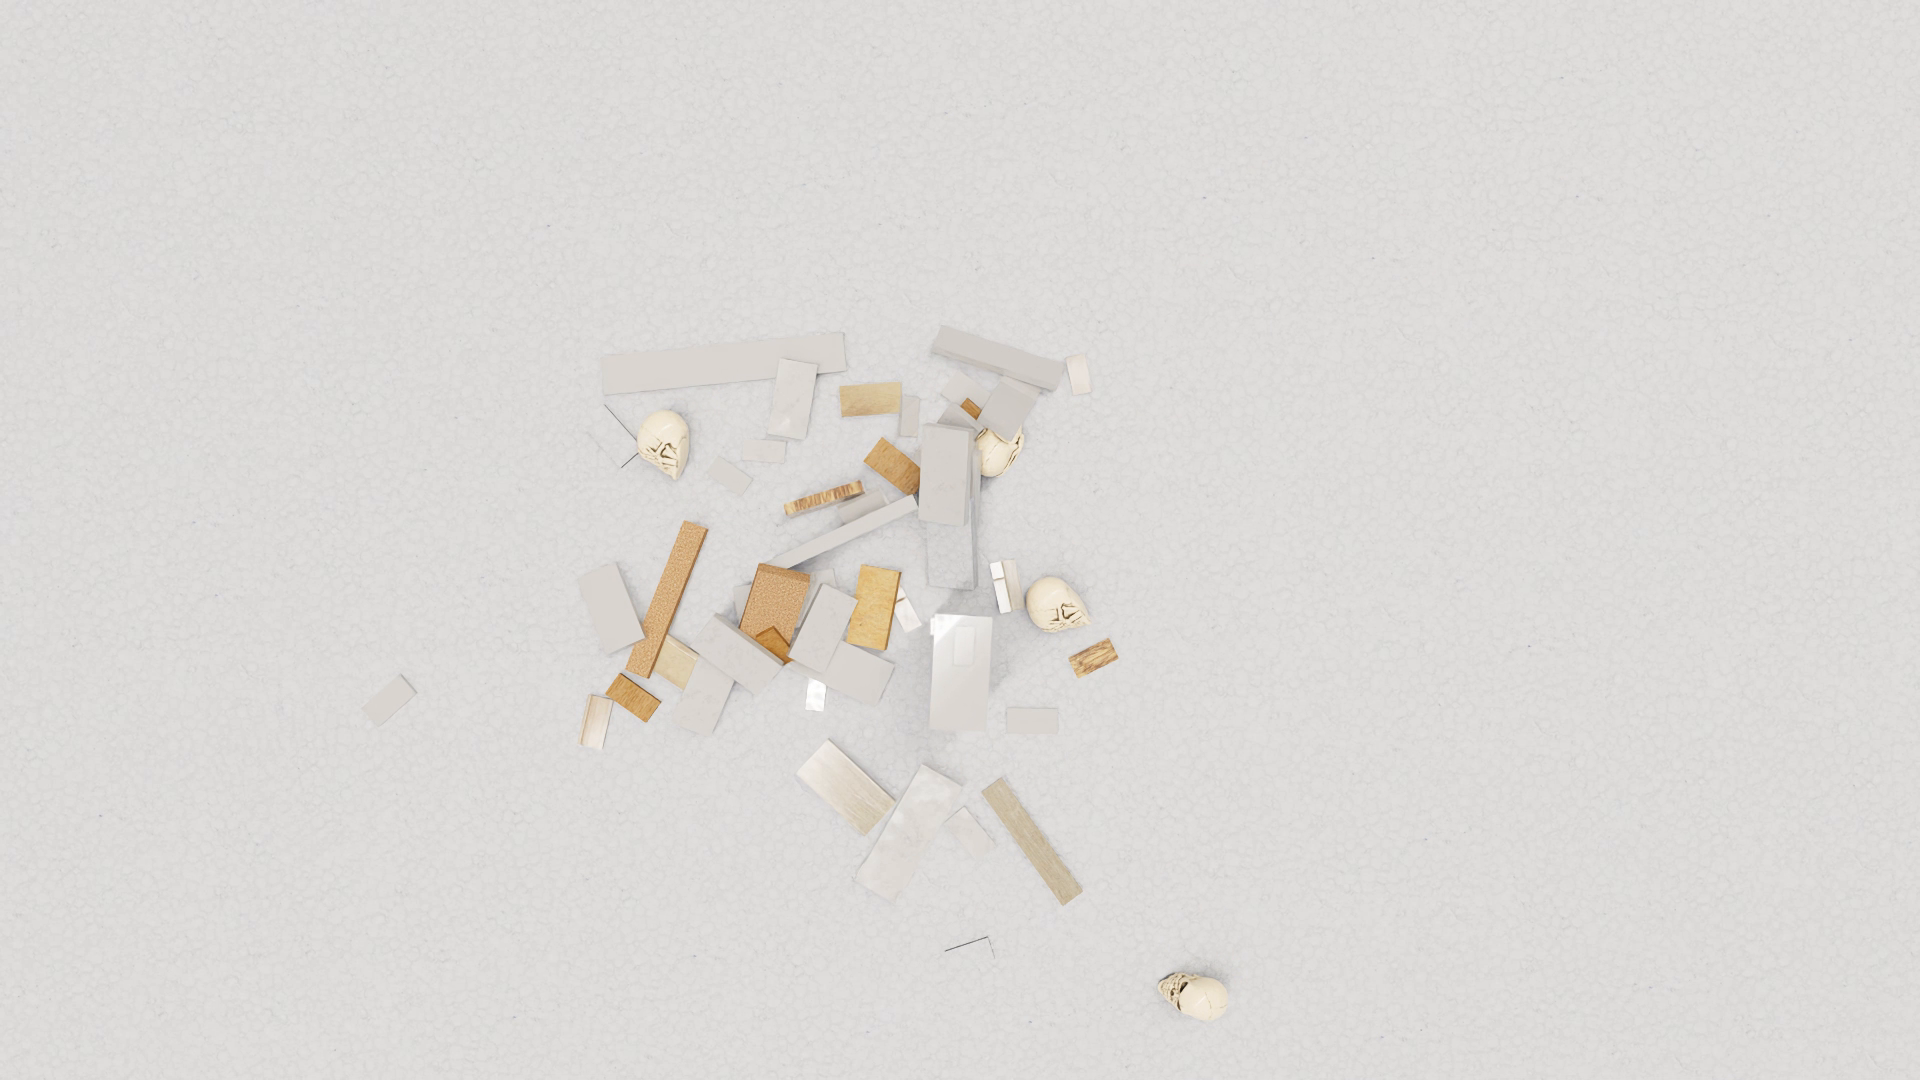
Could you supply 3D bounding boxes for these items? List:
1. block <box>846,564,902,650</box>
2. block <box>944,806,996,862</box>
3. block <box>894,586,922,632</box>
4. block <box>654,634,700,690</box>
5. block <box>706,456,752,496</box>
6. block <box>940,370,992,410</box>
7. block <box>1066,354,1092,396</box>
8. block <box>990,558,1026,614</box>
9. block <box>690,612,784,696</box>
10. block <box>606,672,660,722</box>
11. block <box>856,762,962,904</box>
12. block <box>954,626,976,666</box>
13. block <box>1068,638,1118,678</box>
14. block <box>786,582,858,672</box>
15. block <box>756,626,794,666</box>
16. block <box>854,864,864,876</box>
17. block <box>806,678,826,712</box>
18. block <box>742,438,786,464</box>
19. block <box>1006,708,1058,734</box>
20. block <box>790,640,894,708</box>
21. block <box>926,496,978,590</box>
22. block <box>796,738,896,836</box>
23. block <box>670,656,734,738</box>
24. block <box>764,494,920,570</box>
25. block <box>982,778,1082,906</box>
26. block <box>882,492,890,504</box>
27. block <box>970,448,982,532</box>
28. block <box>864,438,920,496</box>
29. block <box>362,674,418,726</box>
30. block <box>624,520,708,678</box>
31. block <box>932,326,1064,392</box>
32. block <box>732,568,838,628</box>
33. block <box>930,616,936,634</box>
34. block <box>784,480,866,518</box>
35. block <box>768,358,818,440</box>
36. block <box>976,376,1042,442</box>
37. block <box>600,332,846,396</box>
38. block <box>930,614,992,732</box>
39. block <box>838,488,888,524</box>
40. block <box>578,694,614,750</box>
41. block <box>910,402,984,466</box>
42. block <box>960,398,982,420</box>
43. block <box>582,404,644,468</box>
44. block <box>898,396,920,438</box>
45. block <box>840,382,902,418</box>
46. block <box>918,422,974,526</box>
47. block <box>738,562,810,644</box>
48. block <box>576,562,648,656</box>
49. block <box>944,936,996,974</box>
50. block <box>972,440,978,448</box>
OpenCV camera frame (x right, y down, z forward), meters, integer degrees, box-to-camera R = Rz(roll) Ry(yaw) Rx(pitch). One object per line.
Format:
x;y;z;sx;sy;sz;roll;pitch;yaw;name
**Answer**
-0.285;0.223;5.468;0.132;0.037;0.264;11;90;12;block
0.035;0.977;5.488;0.084;0.024;0.168;-40;90;0;block
-0.192;0.224;5.492;0.059;0.017;0.163;-28;90;0;block
-0.917;0.423;5.482;0.252;0.036;0.126;34;90;0;block
-0.767;-0.213;5.490;0.140;0.020;0.070;35;90;0;block
0.043;-0.468;5.486;0.196;0.028;0.098;37;90;0;block
0.396;-0.550;5.491;0.065;0.018;0.131;-12;90;0;block
0.158;0.152;5.488;0.084;0.024;0.168;-12;90;0;block
-0.728;0.373;5.384;0.276;0.039;0.138;38;108;-9;block
-1.087;0.525;5.488;0.167;0.024;0.084;36;90;0;block
-0.169;0.969;5.454;0.154;0.044;0.443;30;90;0;block
0.013;0.326;5.088;0.059;0.017;0.118;4;90;0;block
0.444;0.393;5.489;0.152;0.022;0.076;-26;90;0;block
-0.452;0.289;5.413;0.132;0.037;0.264;27;84;-18;block
-0.601;0.349;5.407;0.070;0.020;0.140;-28;120;14;block
-0.200;1.016;5.488;0.342;0.024;0.084;-45;90;0;block
-0.478;0.508;5.492;0.059;0.017;0.118;6;90;0;block
-0.652;-0.296;5.490;0.140;0.020;0.070;5;90;0;block
0.241;0.602;5.488;0.167;0.024;0.084;1;90;0;block
-0.389;0.421;5.468;0.309;0.044;0.154;25;82;0;block
-0.027;0.004;5.397;0.157;0.044;0.313;6;113;21;block
-0.377;0.821;5.478;0.309;0.044;0.154;43;90;0;block
-0.835;0.497;5.442;0.138;0.039;0.276;23;92;-9;block
-0.388;-0.013;5.400;0.547;0.169;0.048;-25;90;3;block
0.240;1.003;5.488;0.084;0.024;0.464;-36;90;0;block
-0.296;-0.100;5.491;0.131;0.018;0.065;-30;90;0;block
-0.016;-0.164;5.375;0.157;0.044;0.313;14;125;15;block
-0.210;-0.239;5.486;0.203;0.029;0.102;38;90;0;block
-1.898;0.534;5.488;0.168;0.024;0.084;-42;90;0;block
-0.972;0.196;5.463;0.084;0.024;0.531;20;87;14;block
0.127;-0.602;5.458;0.429;0.029;0.102;18;54;0;block
-0.571;0.209;5.476;0.338;0.048;0.169;-11;90;0;block
-0.003;0.273;5.323;0.176;0.353;0.050;0;89;0;block
-0.443;-0.133;5.433;0.264;0.132;0.037;-18;86;0;block
-0.553;-0.467;5.459;0.126;0.036;0.252;10;99;-3;block
0.165;-0.447;5.400;0.132;0.037;0.264;30;49;0;block
-0.785;-0.584;5.482;0.807;0.036;0.126;-6;90;0;block
0.003;0.411;5.121;0.176;0.050;0.353;3;90;0;block
-0.322;-0.110;5.449;0.152;0.022;0.076;-25;129;0;block
-1.212;0.604;5.488;0.084;0.024;0.168;13;90;0;block
-0.042;-0.315;5.401;0.132;0.037;0.264;41;127;4;block
-0.002;-0.365;5.469;0.098;0.028;0.196;41;100;-1;block
-1.156;-0.346;5.486;0.098;0.028;0.196;-42;90;0;block
-0.170;-0.410;5.474;0.065;0.018;0.131;3;90;-34;block
-0.295;-0.467;5.486;0.203;0.029;0.102;-4;90;0;block
-0.046;-0.209;5.276;0.157;0.044;0.313;10;109;19;block
-0.617;0.242;5.378;0.169;0.048;0.338;14;120;-12;block
-1.150;0.228;5.453;0.138;0.039;0.276;-24;79;0;block
0.032;1.381;5.489;0.152;0.022;0.076;-18;90;0;block
-0.014;-0.212;5.395;0.132;0.037;0.264;13;125;16;block
